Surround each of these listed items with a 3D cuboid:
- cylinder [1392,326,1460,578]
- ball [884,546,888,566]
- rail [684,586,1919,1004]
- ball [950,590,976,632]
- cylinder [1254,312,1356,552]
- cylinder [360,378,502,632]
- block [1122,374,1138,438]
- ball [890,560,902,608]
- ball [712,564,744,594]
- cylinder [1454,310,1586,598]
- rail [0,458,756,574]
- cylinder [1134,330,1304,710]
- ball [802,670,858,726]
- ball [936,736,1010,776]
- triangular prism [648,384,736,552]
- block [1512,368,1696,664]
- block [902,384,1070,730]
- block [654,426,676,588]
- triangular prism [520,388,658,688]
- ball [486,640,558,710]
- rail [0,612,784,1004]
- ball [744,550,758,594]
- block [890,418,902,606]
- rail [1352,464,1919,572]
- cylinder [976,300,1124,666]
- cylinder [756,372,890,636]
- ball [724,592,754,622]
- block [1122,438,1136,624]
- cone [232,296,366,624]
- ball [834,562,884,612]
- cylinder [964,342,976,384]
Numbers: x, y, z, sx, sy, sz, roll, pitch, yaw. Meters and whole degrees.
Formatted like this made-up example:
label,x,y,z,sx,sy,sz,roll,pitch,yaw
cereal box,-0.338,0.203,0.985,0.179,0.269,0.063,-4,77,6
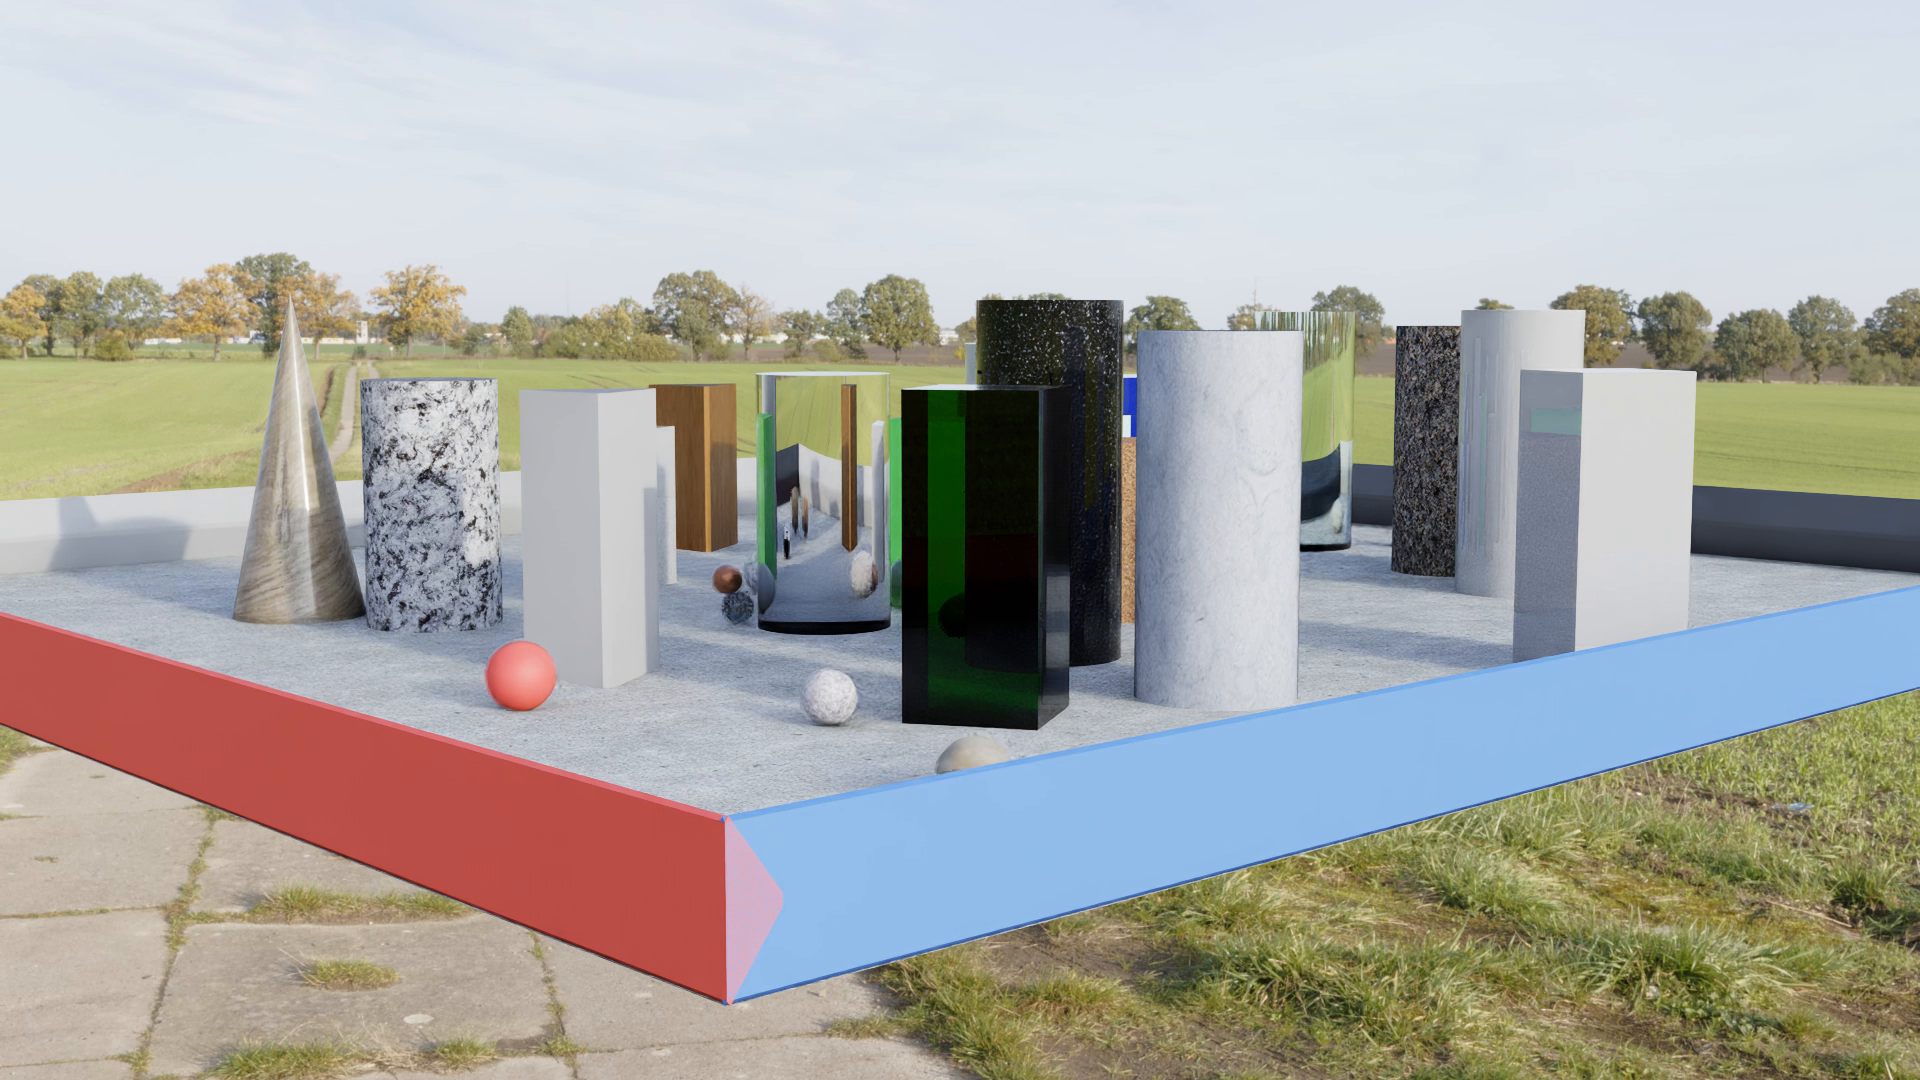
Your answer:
label,x,y,z,sx,sy,sz,roll,pitch,yaw
cylinder,0.826,-0.153,3.706,0.187,0.413,0.187,0,6,0
ball,-0.095,0.027,3.670,0.062,0.062,0.062,0,6,0
rail,0.885,0.133,2.378,2.857,0.121,0.045,-6,8,-42
ball,0.014,0.098,3.028,0.056,0.056,0.056,0,6,0
cylinder,0.636,-0.205,4.085,0.187,0.436,0.187,0,6,0
cylinder,-0.741,-0.053,3.089,0.187,0.344,0.187,0,6,0
block,0.296,-0.132,3.936,0.150,0.322,0.150,-4,7,-30
ball,-0.070,0.064,3.229,0.080,0.080,0.080,0,6,0
ball,-0.361,0.061,3.419,0.047,0.047,0.047,0,6,0
cylinder,0.872,-0.138,3.432,0.187,0.440,0.187,0,6,0
rail,-0.885,-0.069,4.286,2.857,0.121,0.045,-6,8,-42
cylinder,0.293,-0.029,2.503,0.187,0.418,0.187,0,6,0
ball,-0.139,0.168,2.347,0.060,0.060,0.060,0,6,0
ball,0.012,0.207,1.945,0.068,0.068,0.068,0,6,0
triangular prism,-0.471,-0.139,4.095,0.162,0.301,0.140,5,8,42
block,0.784,-0.023,2.686,0.150,0.368,0.150,-2,6,-14
block,0.030,0.013,2.393,0.150,0.358,0.150,2,6,16
block,-0.556,-0.053,3.510,0.150,0.254,0.150,2,6,20
triangular prism,-0.423,-0.009,2.661,0.162,0.345,0.140,6,8,43
ball,-0.485,0.150,2.435,0.077,0.077,0.077,0,6,0
rail,-1.033,0.132,2.385,0.045,0.121,2.658,-6,8,-42
ball,-0.298,0.049,3.403,0.073,0.073,0.073,0,6,0
block,-0.016,-0.046,3.323,0.150,0.279,0.150,2,6,15
rail,1.033,-0.069,4.280,0.045,0.121,2.658,-6,8,-42
cylinder,0.113,-0.077,2.796,0.187,0.453,0.187,0,6,0
cylinder,-0.190,-0.056,3.068,0.187,0.353,0.187,0,6,0
ball,-0.313,0.095,3.112,0.044,0.044,0.044,0,6,0
block,0.297,-0.016,3.163,0.150,0.254,0.150,1,6,5
cone,-0.956,-0.123,3.163,0.187,0.466,0.187,0,6,0
ball,-0.149,0.069,3.224,0.073,0.073,0.073,0,6,0
cylinder,0.101,-0.125,3.561,0.187,0.386,0.187,0,6,0
